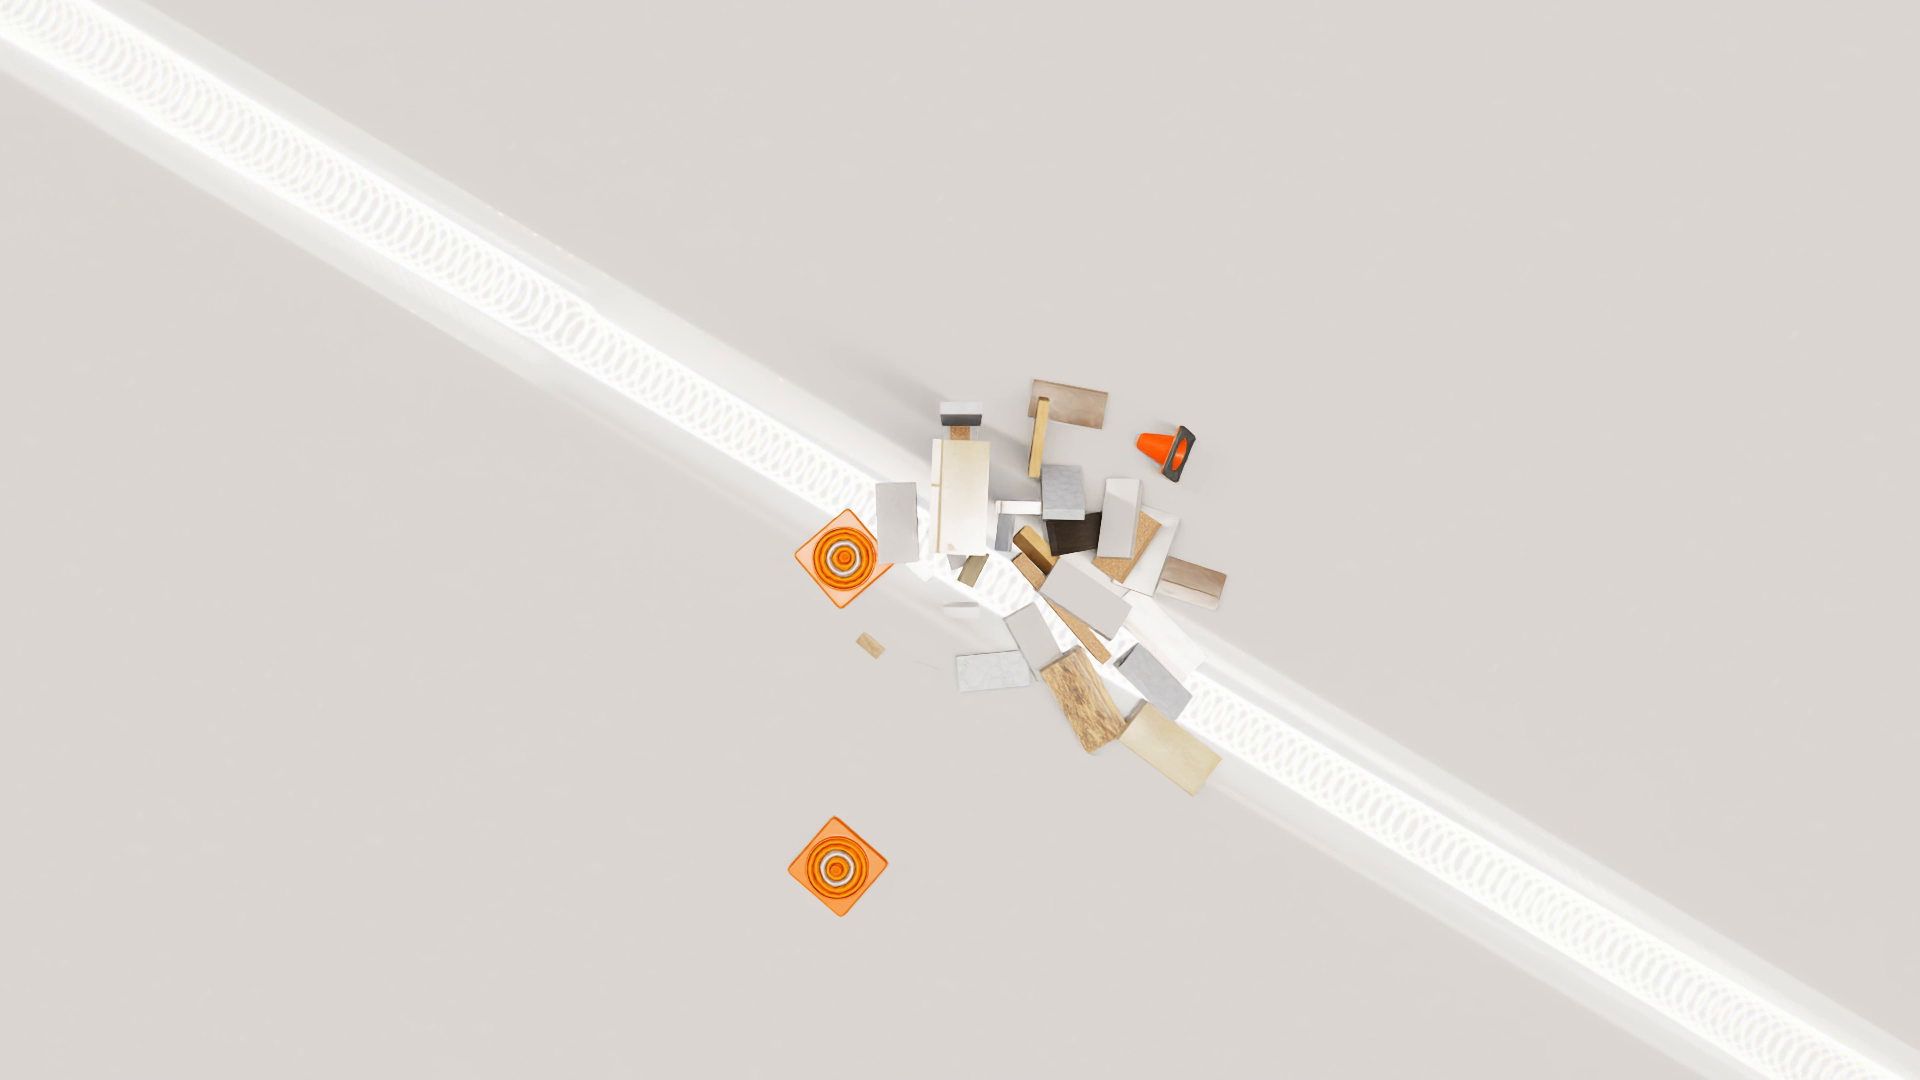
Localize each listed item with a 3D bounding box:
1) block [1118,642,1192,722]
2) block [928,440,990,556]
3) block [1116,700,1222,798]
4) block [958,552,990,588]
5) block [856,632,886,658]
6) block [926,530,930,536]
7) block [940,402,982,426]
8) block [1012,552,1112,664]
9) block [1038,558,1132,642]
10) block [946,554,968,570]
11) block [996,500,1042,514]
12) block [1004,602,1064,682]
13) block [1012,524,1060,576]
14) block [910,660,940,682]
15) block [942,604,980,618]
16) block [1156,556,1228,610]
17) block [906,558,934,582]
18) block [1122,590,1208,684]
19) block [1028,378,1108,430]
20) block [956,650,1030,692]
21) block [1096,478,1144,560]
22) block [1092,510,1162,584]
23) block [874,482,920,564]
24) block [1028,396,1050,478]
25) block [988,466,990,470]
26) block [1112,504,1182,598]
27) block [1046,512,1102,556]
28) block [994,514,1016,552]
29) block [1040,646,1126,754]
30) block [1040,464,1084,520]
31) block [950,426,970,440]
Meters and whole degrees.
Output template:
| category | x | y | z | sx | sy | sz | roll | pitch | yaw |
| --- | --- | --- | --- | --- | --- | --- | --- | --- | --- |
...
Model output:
| category | x | y | z | sx | sy | sz | roll | pitch | yaw |
| --- | --- | --- | --- | --- | --- | --- | --- | --- | --- |
| block | 0.645 | 0.470 | 5.443 | 0.253 | 0.036 | 0.126 | 45 | 46 | 0 |
| block | -0.003 | -0.132 | 5.121 | 0.176 | 0.050 | 0.353 | 2 | 90 | 0 |
| block | 0.690 | 0.688 | 5.453 | 0.321 | 0.046 | 0.161 | 37 | 90 | -9 |
| block | 0.045 | 0.090 | 5.474 | 0.063 | 0.018 | 0.127 | 27 | 90 | -36 |
| block | -0.299 | 0.351 | 5.493 | 0.092 | 0.013 | 0.046 | 41 | 90 | 0 |
| block | -0.017 | -0.035 | 5.323 | 0.176 | 0.353 | 0.050 | -21 | 91 | 0 |
| block | 0.004 | -0.388 | 5.102 | 0.125 | 0.510 | 0.035 | 0 | 90 | 0 |
| block | 0.333 | 0.223 | 5.420 | 0.046 | 0.161 | 0.444 | -41 | 90 | 0 |
| block | 0.404 | 0.192 | 5.335 | 0.287 | 0.038 | 0.133 | 34 | 74 | -4 |
| block | -0.013 | 0.044 | 5.448 | 0.063 | 0.127 | 0.018 | -16 | 46 | 0 |
| block | 0.261 | -0.106 | 5.430 | 0.276 | 0.138 | 0.039 | 1 | 92 | 0 |
| block | 0.250 | 0.337 | 5.458 | 0.117 | 0.033 | 0.234 | -30 | 96 | -14 |
| block | 0.292 | 0.072 | 5.428 | 0.276 | 0.138 | 0.039 | 45 | 75 | 0 |
| block | -0.114 | 0.439 | 5.493 | 0.092 | 0.013 | 0.046 | 19 | 90 | 0 |
| block | 0.004 | 0.232 | 5.383 | 0.117 | 0.234 | 0.033 | 0 | 90 | 0 |
| block | 0.746 | 0.136 | 5.482 | 0.253 | 0.036 | 0.126 | 18 | 90 | 0 |
| block | -0.132 | 0.095 | 5.493 | 0.092 | 0.013 | 0.046 | 41 | 90 | 0 |
| block | 0.659 | 0.311 | 5.482 | 0.126 | 0.036 | 0.337 | -44 | 90 | 0 |
| block | 0.358 | -0.450 | 5.482 | 0.250 | 0.035 | 0.125 | 10 | 90 | 0 |
| block | 0.110 | 0.434 | 5.483 | 0.234 | 0.033 | 0.117 | -5 | 90 | 0 |
| block | 0.528 | -0.070 | 5.431 | 0.117 | 0.033 | 0.265 | 2 | 77 | 30 |
| block | 0.550 | 0.014 | 5.434 | 0.117 | 0.033 | 0.235 | 36 | 96 | 33 |
| block | -0.209 | -0.057 | 5.467 | 0.133 | 0.038 | 0.266 | -2 | 87 | -6 |
| block | 0.258 | -0.339 | 5.414 | 0.035 | 0.125 | 0.250 | 8 | 102 | 0 |
| block | 0.003 | -0.243 | 5.323 | 0.176 | 0.353 | 0.050 | 0 | 89 | 0 |
| block | 0.619 | 0.037 | 5.451 | 0.138 | 0.039 | 0.276 | 19 | 86 | 18 |
| block | 0.384 | -0.020 | 5.409 | 0.235 | 0.033 | 0.117 | -10 | 90 | -42 |
| block | 0.150 | -0.026 | 5.470 | 0.018 | 0.063 | 0.127 | 7 | 90 | -42 |
| block | 0.410 | 0.529 | 5.447 | 0.161 | 0.046 | 0.321 | -30 | 99 | -4 |
| block | 0.333 | -0.158 | 5.380 | 0.133 | 0.266 | 0.038 | 1 | 125 | 0 |
| block | 0.001 | -0.365 | 5.366 | 0.063 | 0.018 | 0.125 | 0 | 90 | 0 |
